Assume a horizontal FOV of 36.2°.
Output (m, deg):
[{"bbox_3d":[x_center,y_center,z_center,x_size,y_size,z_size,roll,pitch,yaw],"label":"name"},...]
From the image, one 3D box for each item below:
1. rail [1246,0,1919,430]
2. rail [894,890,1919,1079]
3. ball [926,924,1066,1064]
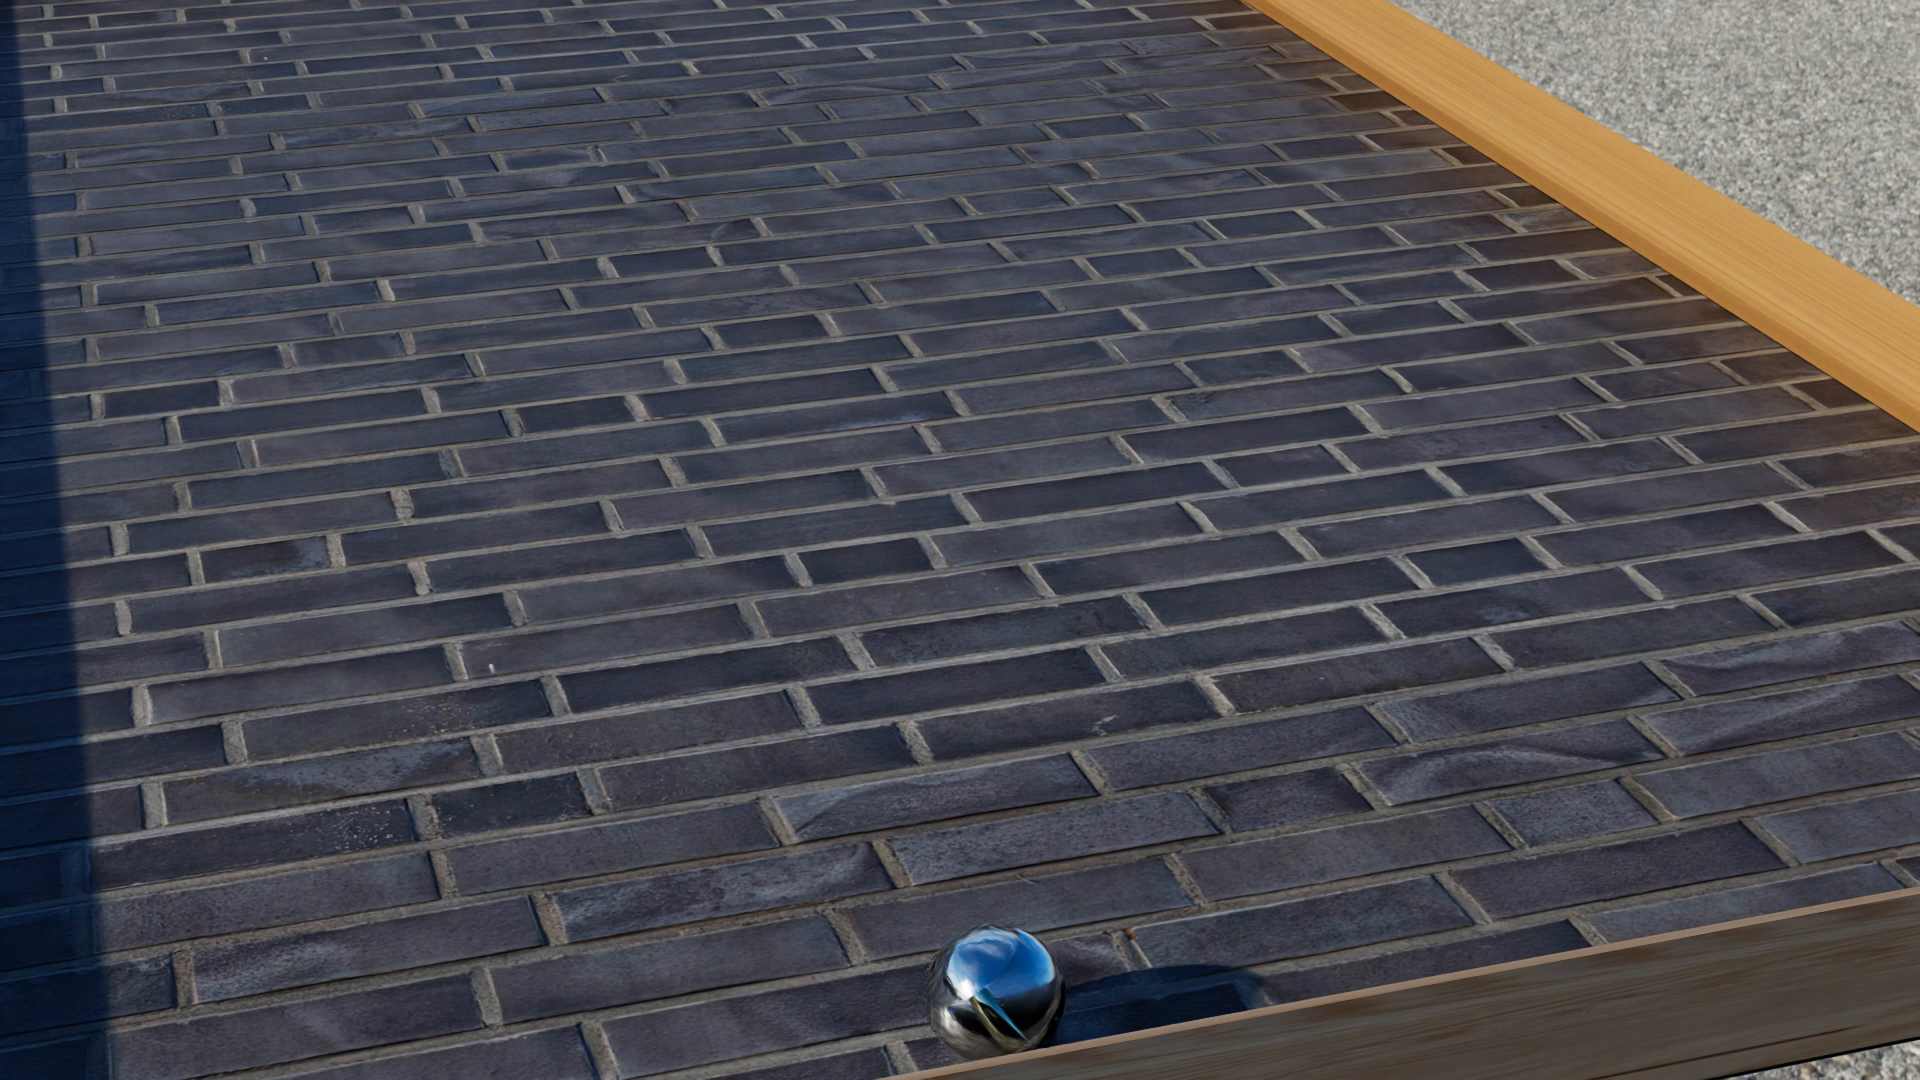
[{"bbox_3d":[0.536,-0.392,2.858,0.045,0.095,2.749,-8,26,-16],"label":"rail"},{"bbox_3d":[0.200,0.254,1.479,1.605,0.095,0.045,-8,26,-16],"label":"rail"},{"bbox_3d":[0.019,0.238,1.541,0.073,0.073,0.073,0,25,0],"label":"ball"}]
